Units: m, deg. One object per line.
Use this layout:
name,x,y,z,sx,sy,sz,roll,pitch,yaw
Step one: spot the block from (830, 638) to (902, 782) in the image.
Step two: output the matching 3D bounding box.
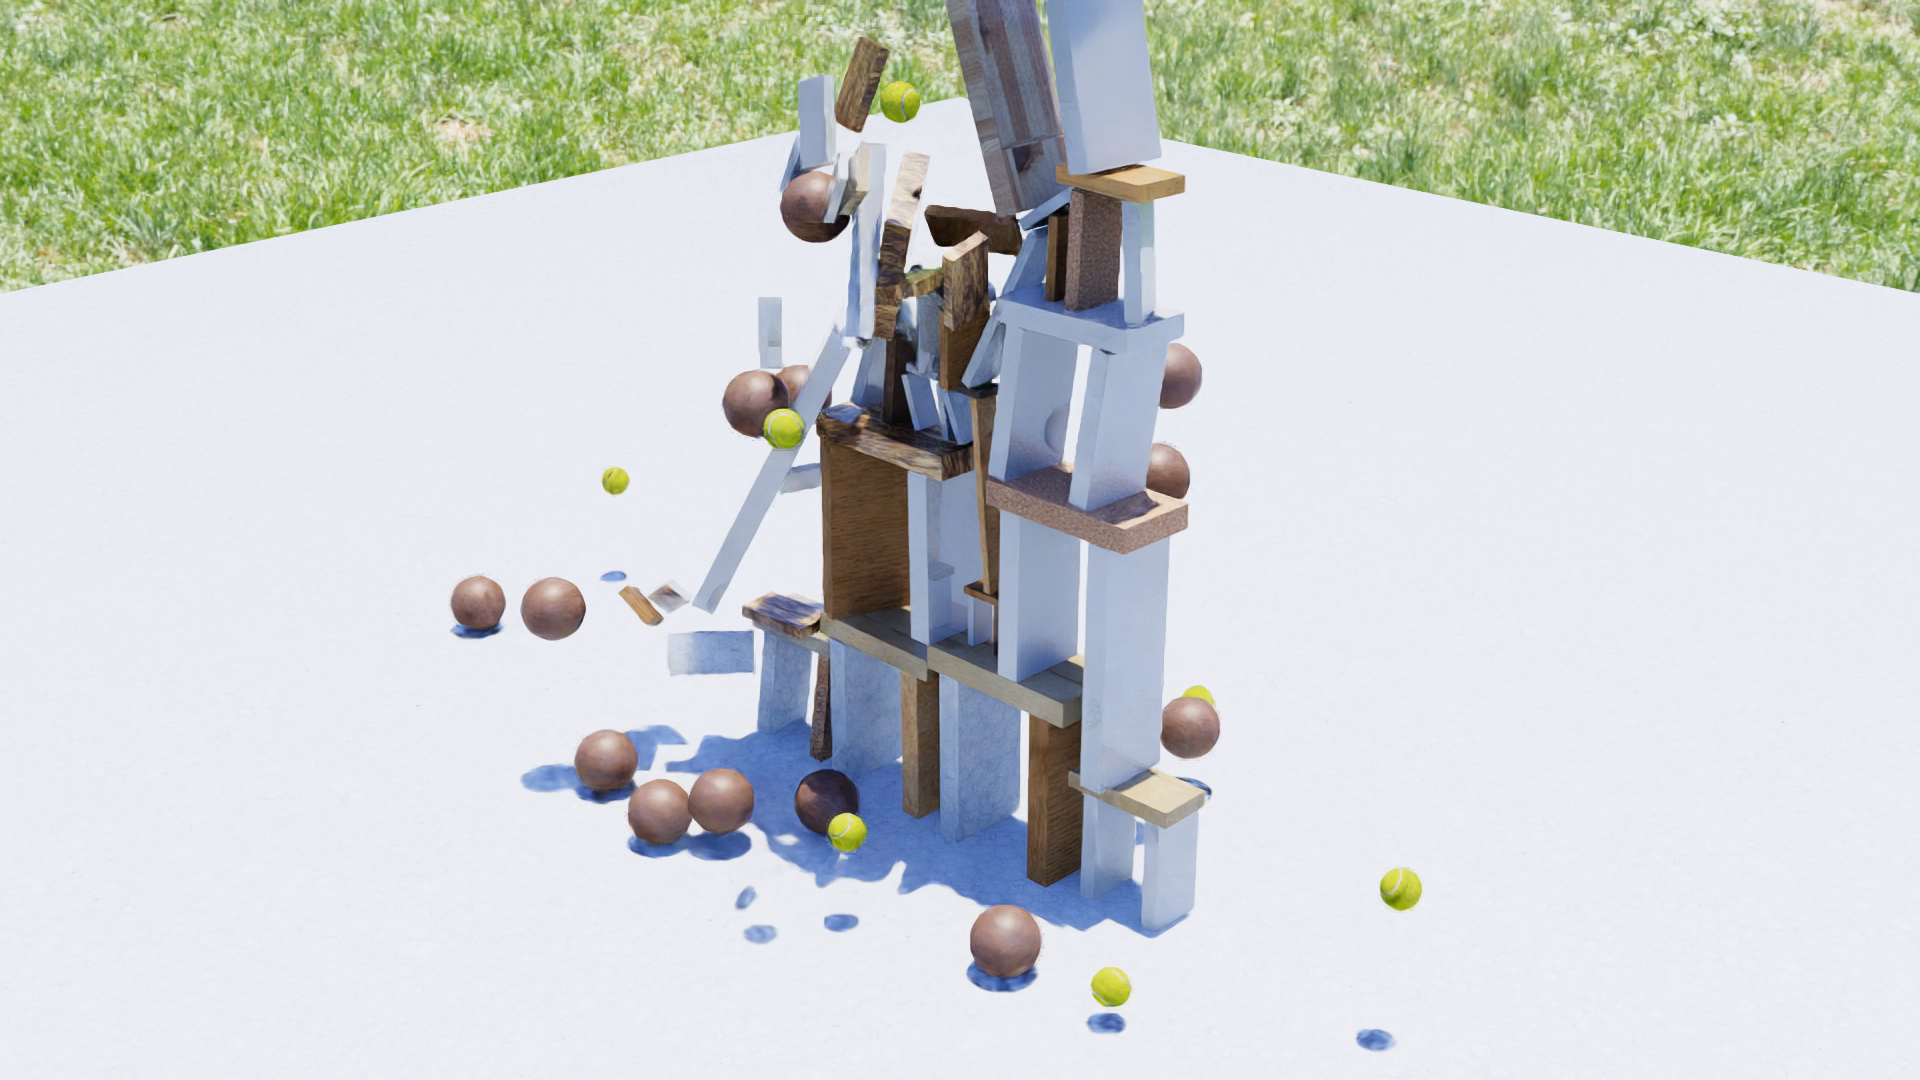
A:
block,-0.194,0.330,4.575,0.045,0.319,0.159,21,31,40

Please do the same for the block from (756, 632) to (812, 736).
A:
block,-0.376,0.286,4.759,0.036,0.254,0.127,25,32,30

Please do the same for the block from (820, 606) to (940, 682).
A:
block,-0.118,0.191,4.437,0.159,0.045,0.319,-20,30,-40

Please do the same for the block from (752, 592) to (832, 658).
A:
block,-0.306,0.181,4.632,0.254,0.036,0.127,20,30,38

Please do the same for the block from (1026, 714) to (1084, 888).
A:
block,0.209,0.469,4.201,0.050,0.355,0.178,21,31,41

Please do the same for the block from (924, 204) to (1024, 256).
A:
block,0.026,-0.547,3.888,0.168,0.084,0.024,10,60,23

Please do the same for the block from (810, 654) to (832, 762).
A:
block,-0.251,0.334,4.646,0.036,0.254,0.127,28,35,34

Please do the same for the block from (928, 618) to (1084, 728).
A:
block,0.125,0.249,4.199,0.356,0.050,0.178,21,31,41

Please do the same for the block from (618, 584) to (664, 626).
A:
block,-0.663,0.138,4.581,0.025,0.088,0.176,-41,-2,-3

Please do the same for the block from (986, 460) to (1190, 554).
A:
block,0.225,-0.066,3.943,0.170,0.048,0.339,-21,30,-40

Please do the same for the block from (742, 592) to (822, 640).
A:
block,-0.364,0.157,4.608,0.175,0.025,0.088,19,32,37

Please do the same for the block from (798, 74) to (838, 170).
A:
block,-0.247,-0.723,3.808,0.022,0.152,0.076,-3,0,-40

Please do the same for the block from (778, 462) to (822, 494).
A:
block,-0.314,-0.131,4.552,0.122,0.061,0.017,-12,54,-29

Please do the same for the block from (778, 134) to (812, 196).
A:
block,-0.286,-0.685,3.983,0.017,0.121,0.061,40,41,19

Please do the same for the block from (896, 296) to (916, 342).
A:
block,-0.079,-0.426,4.197,0.092,0.026,0.184,-4,27,-16

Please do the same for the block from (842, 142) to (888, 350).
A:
block,-0.171,-0.520,3.908,0.048,0.341,0.171,4,-2,-5

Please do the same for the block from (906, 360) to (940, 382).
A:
block,-0.046,-0.321,4.159,0.055,0.016,0.110,-19,28,-38

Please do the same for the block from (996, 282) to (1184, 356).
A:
block,0.222,-0.386,3.800,0.301,0.043,0.151,20,30,40

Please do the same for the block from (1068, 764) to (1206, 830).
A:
block,0.325,0.457,4.052,0.230,0.033,0.115,21,31,39

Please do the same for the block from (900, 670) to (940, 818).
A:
block,-0.044,0.388,4.438,0.045,0.319,0.159,21,30,41

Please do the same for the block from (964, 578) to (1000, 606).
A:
block,0.064,0.102,4.192,0.053,0.015,0.105,-21,31,-41

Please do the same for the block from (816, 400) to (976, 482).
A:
block,-0.097,-0.204,4.245,0.348,0.049,0.174,22,31,40

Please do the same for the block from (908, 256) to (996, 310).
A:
block,-0.014,-0.463,3.969,0.093,0.026,0.185,-20,34,-14

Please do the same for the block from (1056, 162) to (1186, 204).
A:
block,0.266,-0.602,3.666,0.104,0.029,0.208,-18,28,-34

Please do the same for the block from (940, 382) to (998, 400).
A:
block,0.021,-0.286,4.079,0.055,0.016,0.110,-20,28,-37

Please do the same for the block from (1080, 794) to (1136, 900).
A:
block,0.282,0.556,4.156,0.115,0.229,0.033,-21,32,-40

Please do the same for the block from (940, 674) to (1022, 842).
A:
block,0.041,0.403,4.356,0.050,0.355,0.178,21,31,41

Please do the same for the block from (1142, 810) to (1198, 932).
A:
block,0.388,0.598,4.058,0.033,0.229,0.115,21,31,41

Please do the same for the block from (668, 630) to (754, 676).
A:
block,-0.514,0.233,4.547,0.175,0.088,0.025,-2,2,-5

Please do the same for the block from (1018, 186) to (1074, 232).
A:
block,0.176,-0.577,3.779,0.076,0.022,0.152,-22,-3,-40
